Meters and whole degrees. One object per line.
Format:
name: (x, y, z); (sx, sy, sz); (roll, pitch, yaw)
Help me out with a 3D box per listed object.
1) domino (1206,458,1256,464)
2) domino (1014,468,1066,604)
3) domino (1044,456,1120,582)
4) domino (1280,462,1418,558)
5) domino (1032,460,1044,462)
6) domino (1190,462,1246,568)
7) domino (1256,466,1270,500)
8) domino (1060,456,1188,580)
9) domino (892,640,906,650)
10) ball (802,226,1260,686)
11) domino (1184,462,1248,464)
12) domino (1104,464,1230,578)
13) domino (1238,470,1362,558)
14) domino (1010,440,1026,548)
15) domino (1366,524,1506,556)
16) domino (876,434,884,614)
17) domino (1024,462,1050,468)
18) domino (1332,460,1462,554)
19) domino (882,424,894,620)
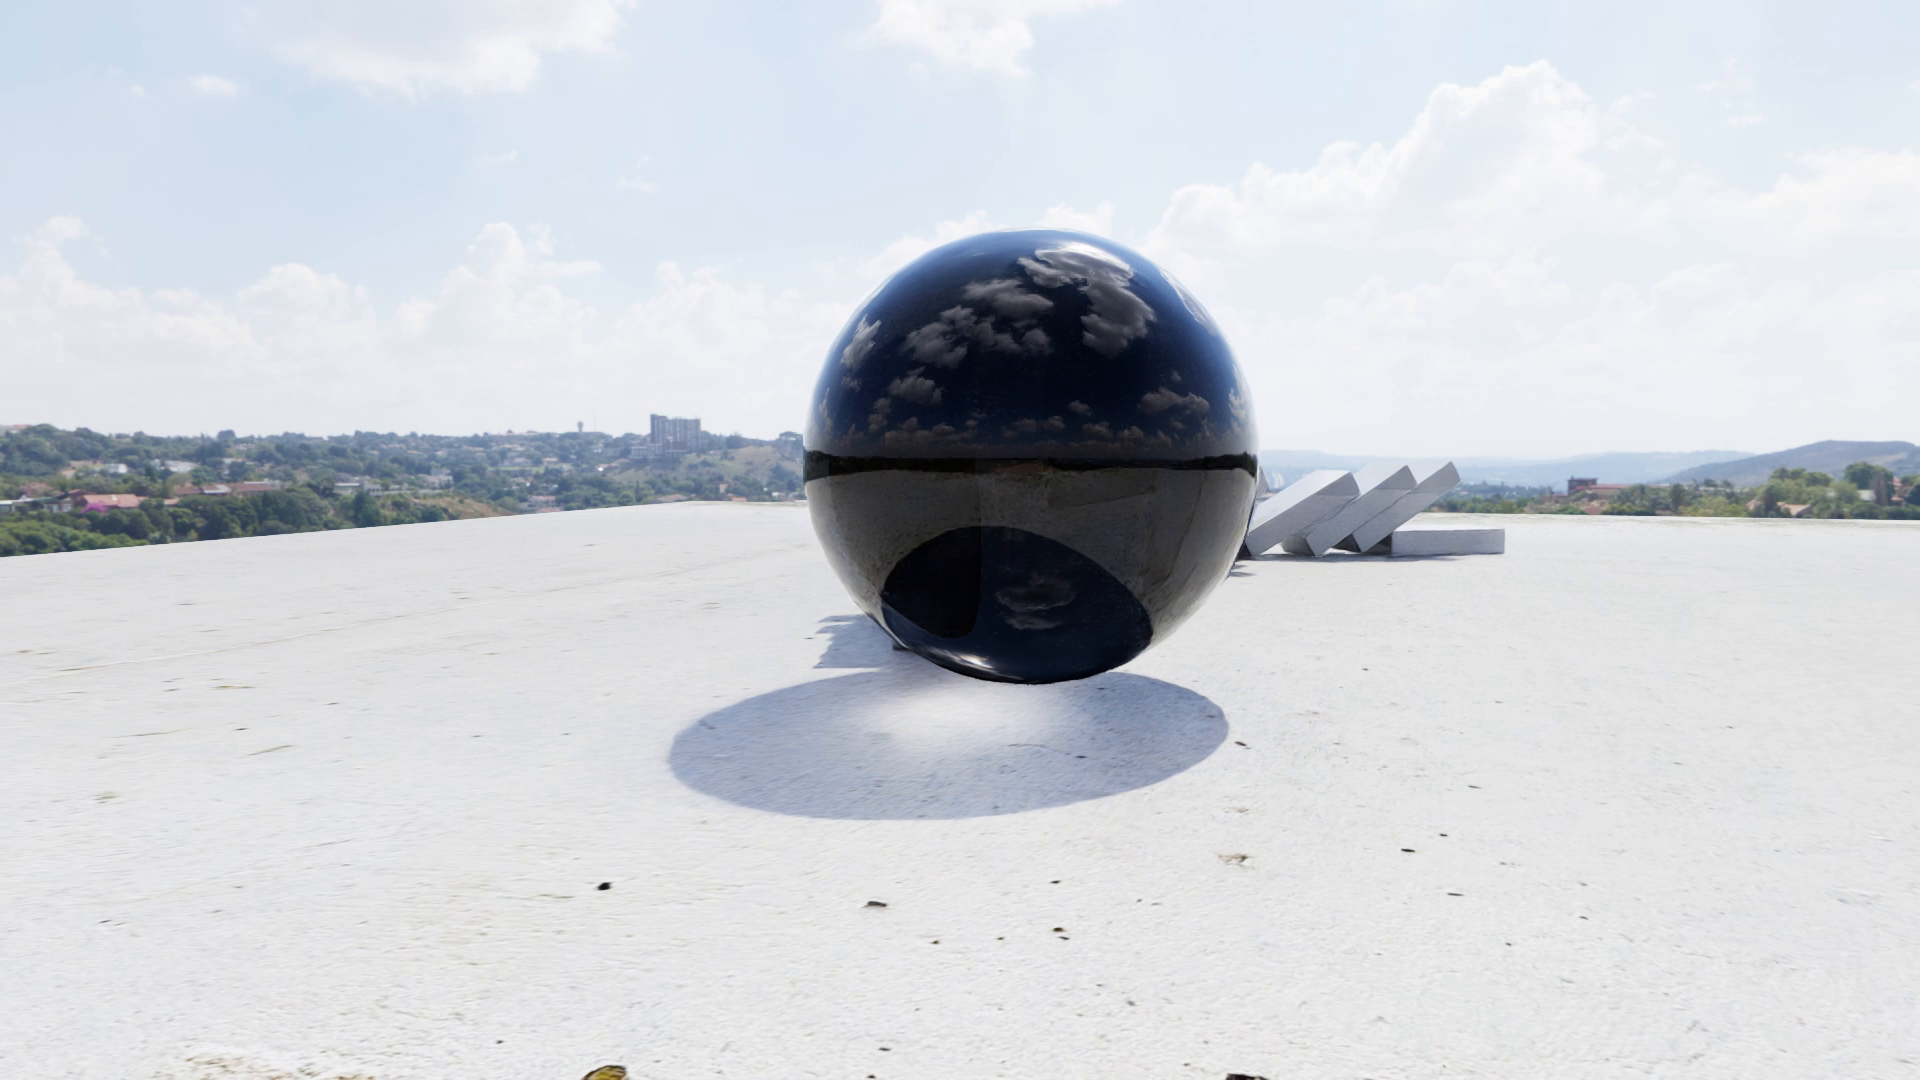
domino: (0.095, -0.013, 0.496); (0.025, 0.009, 0.050); (0, 37, 36)
domino: (0.015, -0.002, 0.360); (0.025, 0.010, 0.050); (1, 38, 11)
domino: (0.029, -0.008, 0.413); (0.025, 0.009, 0.050); (2, 42, 37)
domino: (0.148, -0.012, 0.494); (0.050, 0.010, 0.025); (-34, 12, -9)
domino: (0.013, -0.006, 0.399); (0.025, 0.009, 0.050); (-4, 37, 10)
domino: (0.087, -0.009, 0.458); (0.025, 0.009, 0.050); (3, 38, 31)
domino: (0.080, -0.008, 0.437); (0.050, 0.009, 0.025); (-40, 27, -26)
domino: (0.049, -0.008, 0.418); (0.050, 0.010, 0.025); (-45, 27, -24)
domino: (-0.002, -0.001, 0.272); (0.025, 0.050, 0.009); (0, -28, -2)
ball: (0.012, -0.015, 0.227); (0.080, 0.080, 0.080); (0, 4, 0)
domino: (0.089, -0.011, 0.477); (0.025, 0.009, 0.050); (2, 38, 31)
domino: (0.064, -0.007, 0.427); (0.050, 0.010, 0.025); (-40, 25, -26)
domino: (0.125, -0.010, 0.491); (0.050, 0.009, 0.025); (-30, 10, -10)
domino: (0.002, -0.005, 0.345); (0.025, 0.050, 0.009); (1, -37, 11)
domino: (0.185, 0.000, 0.506); (0.050, 0.009, 0.025); (-1, 4, -15)
domino: (-0.008, -0.005, 0.330); (0.025, 0.050, 0.009); (0, -34, -2)
domino: (0.013, -0.005, 0.381); (0.025, 0.009, 0.050); (-4, 37, 10)
domino: (0.167, -0.014, 0.499); (0.050, 0.010, 0.025); (-34, 12, -10)
domino: (-0.006, -0.005, 0.317); (0.025, 0.050, 0.009); (0, -28, -2)
